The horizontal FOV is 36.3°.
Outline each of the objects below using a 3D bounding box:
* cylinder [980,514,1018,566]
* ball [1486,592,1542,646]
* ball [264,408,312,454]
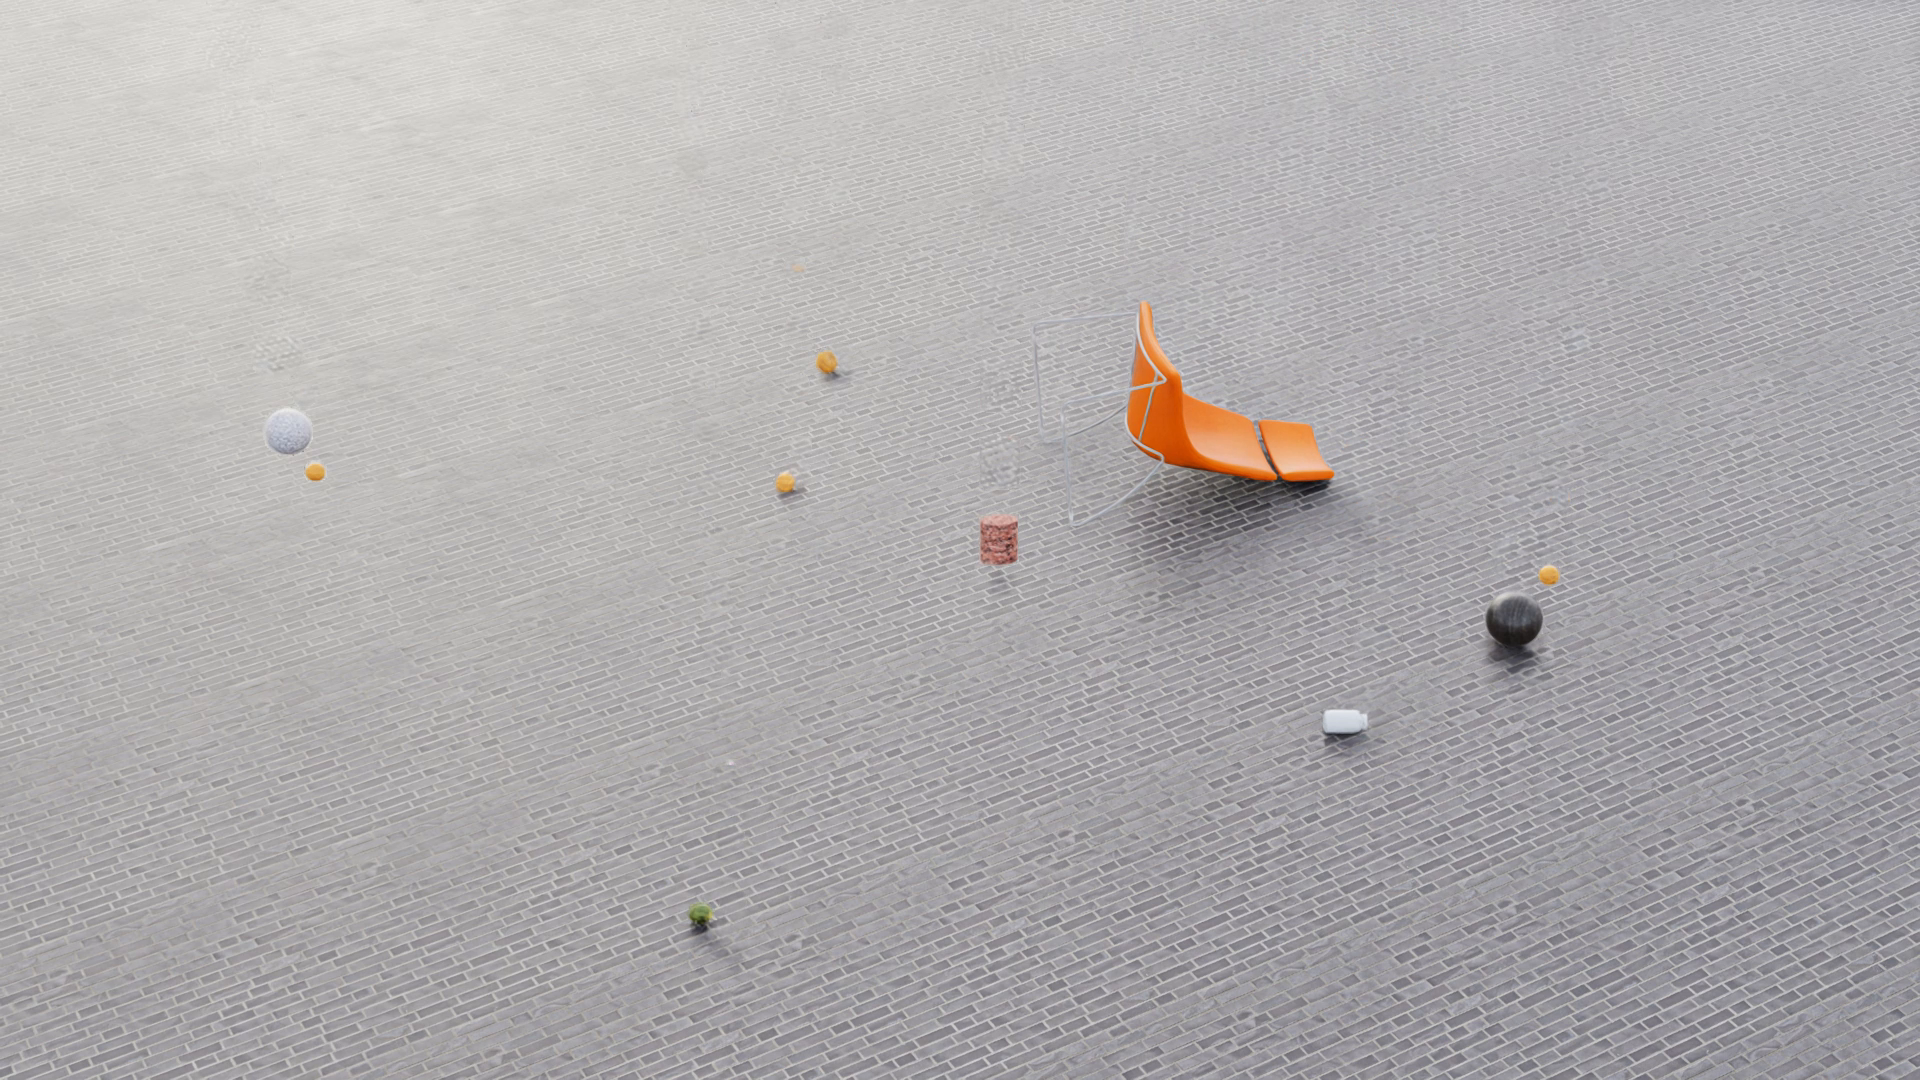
[{"bbox_3d":[0.143,-0.001,10.713,0.138,0.163,0.088,-5,27,-9],"label":"cylinder"},{"bbox_3d":[1.954,0.279,10.342,0.197,0.197,0.197,0,33,0],"label":"ball"},{"bbox_3d":[-2.572,-0.416,11.222,0.177,0.177,0.177,0,33,0],"label":"ball"}]
